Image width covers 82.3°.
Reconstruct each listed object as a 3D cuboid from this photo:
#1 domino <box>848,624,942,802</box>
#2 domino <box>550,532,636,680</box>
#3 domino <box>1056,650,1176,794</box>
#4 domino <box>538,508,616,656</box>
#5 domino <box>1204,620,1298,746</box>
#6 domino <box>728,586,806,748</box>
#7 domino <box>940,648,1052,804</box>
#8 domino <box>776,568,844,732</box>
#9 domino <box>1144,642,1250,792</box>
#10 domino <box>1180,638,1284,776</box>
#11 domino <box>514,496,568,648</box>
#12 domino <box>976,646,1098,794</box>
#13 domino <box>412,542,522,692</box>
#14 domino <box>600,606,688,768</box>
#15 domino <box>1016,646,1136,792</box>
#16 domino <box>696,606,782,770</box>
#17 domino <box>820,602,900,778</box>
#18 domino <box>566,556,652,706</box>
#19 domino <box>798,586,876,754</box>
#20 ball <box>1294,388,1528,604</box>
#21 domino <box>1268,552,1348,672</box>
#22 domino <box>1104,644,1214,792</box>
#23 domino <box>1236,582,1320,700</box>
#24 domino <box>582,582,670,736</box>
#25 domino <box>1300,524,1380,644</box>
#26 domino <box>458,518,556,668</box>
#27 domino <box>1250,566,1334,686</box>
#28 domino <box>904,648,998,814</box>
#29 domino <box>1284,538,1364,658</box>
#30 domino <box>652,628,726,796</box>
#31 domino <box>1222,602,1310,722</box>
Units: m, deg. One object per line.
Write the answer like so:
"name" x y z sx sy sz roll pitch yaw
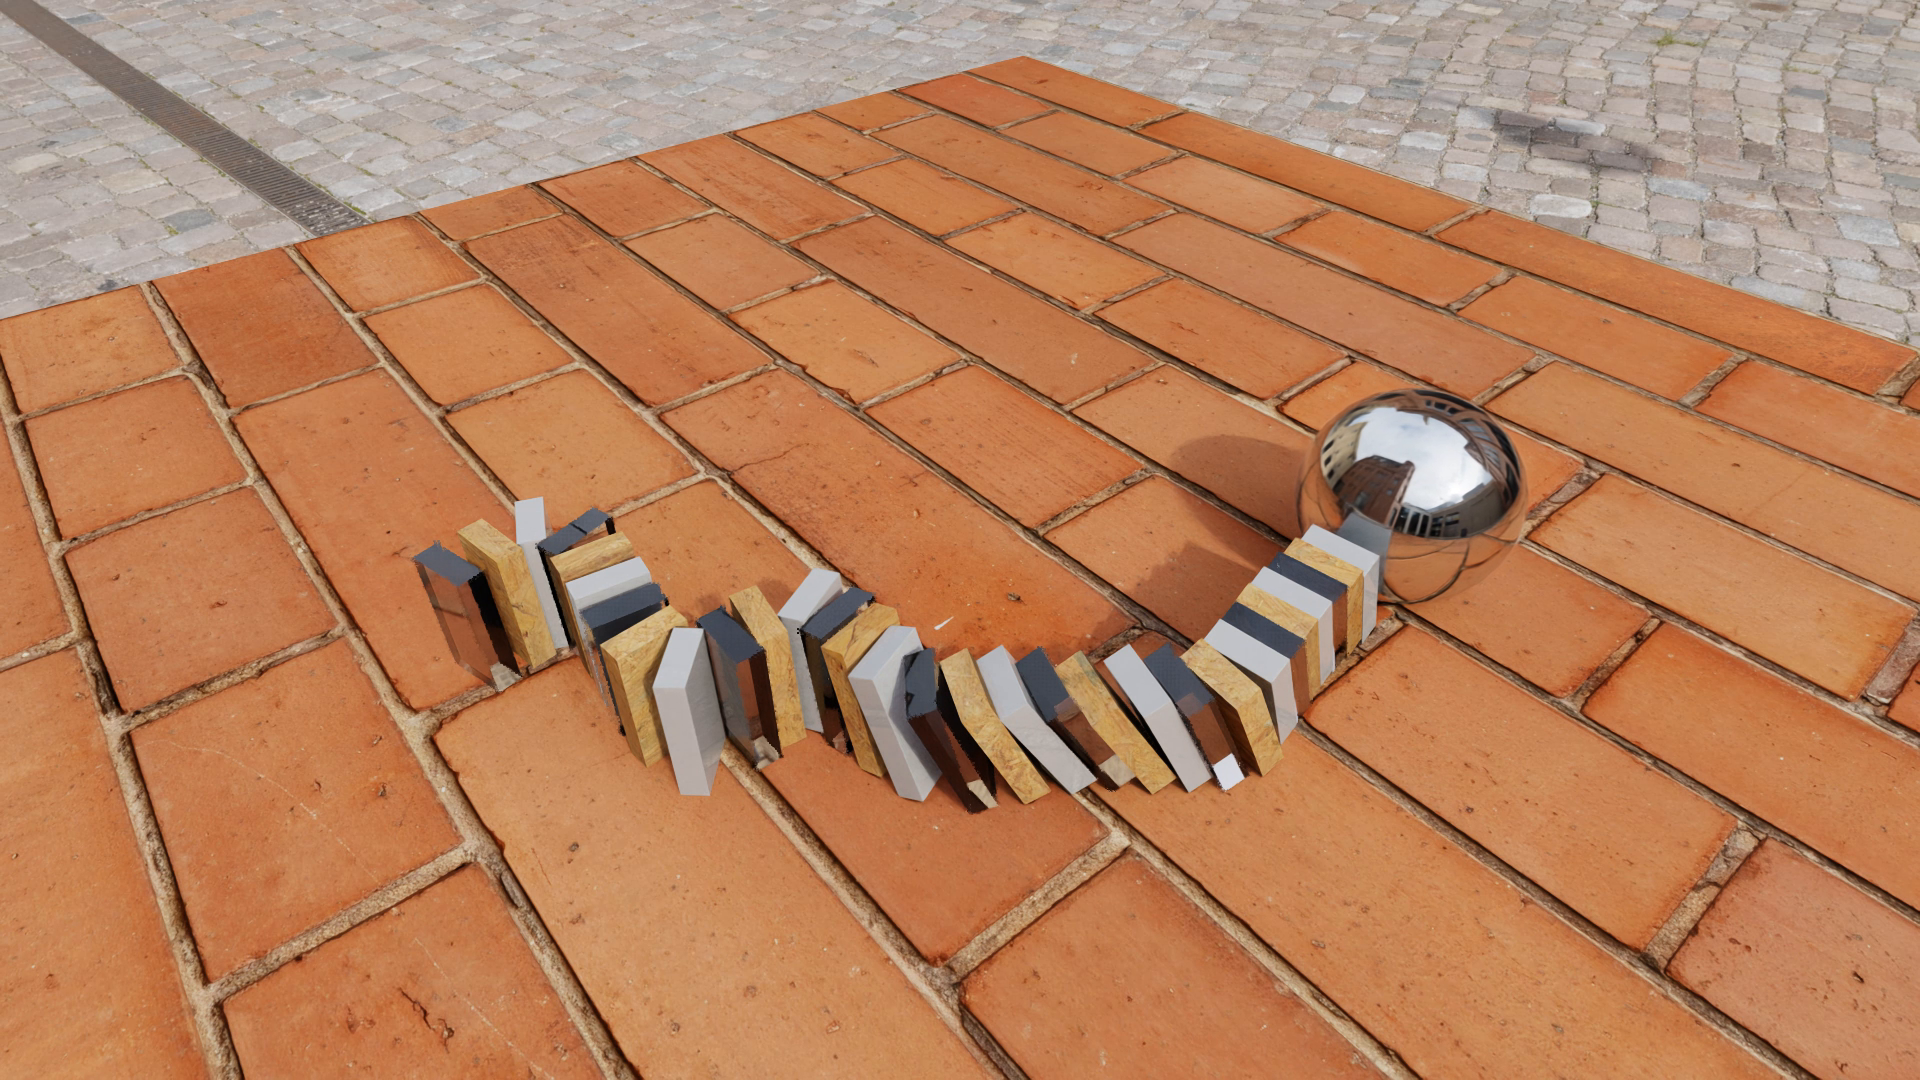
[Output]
"domino" -0.017 0.054 0.345 0.009 0.050 0.025 3 35 33
"domino" -0.123 0.023 0.383 0.025 0.050 0.010 -24 45 -26
"domino" 0.049 0.057 0.343 0.010 0.050 0.025 -36 44 5
"domino" -0.132 0.016 0.392 0.009 0.050 0.025 22 44 24
"domino" 0.094 0.047 0.355 0.025 0.050 0.010 32 73 33
"domino" -0.063 0.042 0.360 0.009 0.050 0.025 -22 44 -22
"domino" 0.011 0.058 0.341 0.010 0.050 0.025 -29 42 4
"domino" -0.047 0.037 0.365 0.009 0.050 0.025 11 39 19
"domino" 0.074 0.056 0.344 0.010 0.050 0.025 -34 45 -1
"domino" 0.086 0.053 0.347 0.010 0.050 0.025 -40 49 -6
"domino" -0.149 0.012 0.396 0.010 0.050 0.025 -12 41 -14
"domino" 0.024 0.057 0.344 0.009 0.050 0.025 -33 41 8
"domino" -0.169 0.027 0.378 0.025 0.050 0.010 24 45 27
"domino" -0.097 0.048 0.353 0.010 0.050 0.025 32 49 33
"domino" 0.037 0.057 0.344 0.010 0.050 0.025 -36 43 5
"domino" -0.070 0.048 0.353 0.009 0.050 0.025 -28 47 -30
"domino" -0.026 0.048 0.352 0.009 0.050 0.025 13 39 38
"domino" -0.114 0.032 0.373 0.025 0.050 0.010 -22 44 -25
"domino" -0.036 0.043 0.358 0.009 0.050 0.025 20 43 33
"ball" 0.166 -0.016 0.408 0.080 0.080 0.080 0 39 0
"domino" 0.120 0.026 0.381 0.025 0.050 0.009 31 73 32
"domino" 0.062 0.056 0.343 0.010 0.050 0.025 -34 44 1
"domino" 0.107 0.036 0.368 0.025 0.050 0.010 31 73 32
"domino" -0.106 0.040 0.363 0.025 0.050 0.009 -23 45 -26
"domino" 0.135 0.016 0.392 0.025 0.050 0.009 31 73 32
"domino" -0.159 0.019 0.388 0.025 0.050 0.009 29 47 30
"domino" 0.113 0.031 0.375 0.025 0.050 0.009 31 73 32
"domino" -0.003 0.059 0.339 0.010 0.050 0.025 -19 39 11
"domino" 0.127 0.021 0.386 0.025 0.050 0.010 31 73 32
"domino" -0.084 0.054 0.345 0.009 0.050 0.025 2 39 2
"domino" 0.101 0.041 0.361 0.025 0.050 0.009 32 73 33
